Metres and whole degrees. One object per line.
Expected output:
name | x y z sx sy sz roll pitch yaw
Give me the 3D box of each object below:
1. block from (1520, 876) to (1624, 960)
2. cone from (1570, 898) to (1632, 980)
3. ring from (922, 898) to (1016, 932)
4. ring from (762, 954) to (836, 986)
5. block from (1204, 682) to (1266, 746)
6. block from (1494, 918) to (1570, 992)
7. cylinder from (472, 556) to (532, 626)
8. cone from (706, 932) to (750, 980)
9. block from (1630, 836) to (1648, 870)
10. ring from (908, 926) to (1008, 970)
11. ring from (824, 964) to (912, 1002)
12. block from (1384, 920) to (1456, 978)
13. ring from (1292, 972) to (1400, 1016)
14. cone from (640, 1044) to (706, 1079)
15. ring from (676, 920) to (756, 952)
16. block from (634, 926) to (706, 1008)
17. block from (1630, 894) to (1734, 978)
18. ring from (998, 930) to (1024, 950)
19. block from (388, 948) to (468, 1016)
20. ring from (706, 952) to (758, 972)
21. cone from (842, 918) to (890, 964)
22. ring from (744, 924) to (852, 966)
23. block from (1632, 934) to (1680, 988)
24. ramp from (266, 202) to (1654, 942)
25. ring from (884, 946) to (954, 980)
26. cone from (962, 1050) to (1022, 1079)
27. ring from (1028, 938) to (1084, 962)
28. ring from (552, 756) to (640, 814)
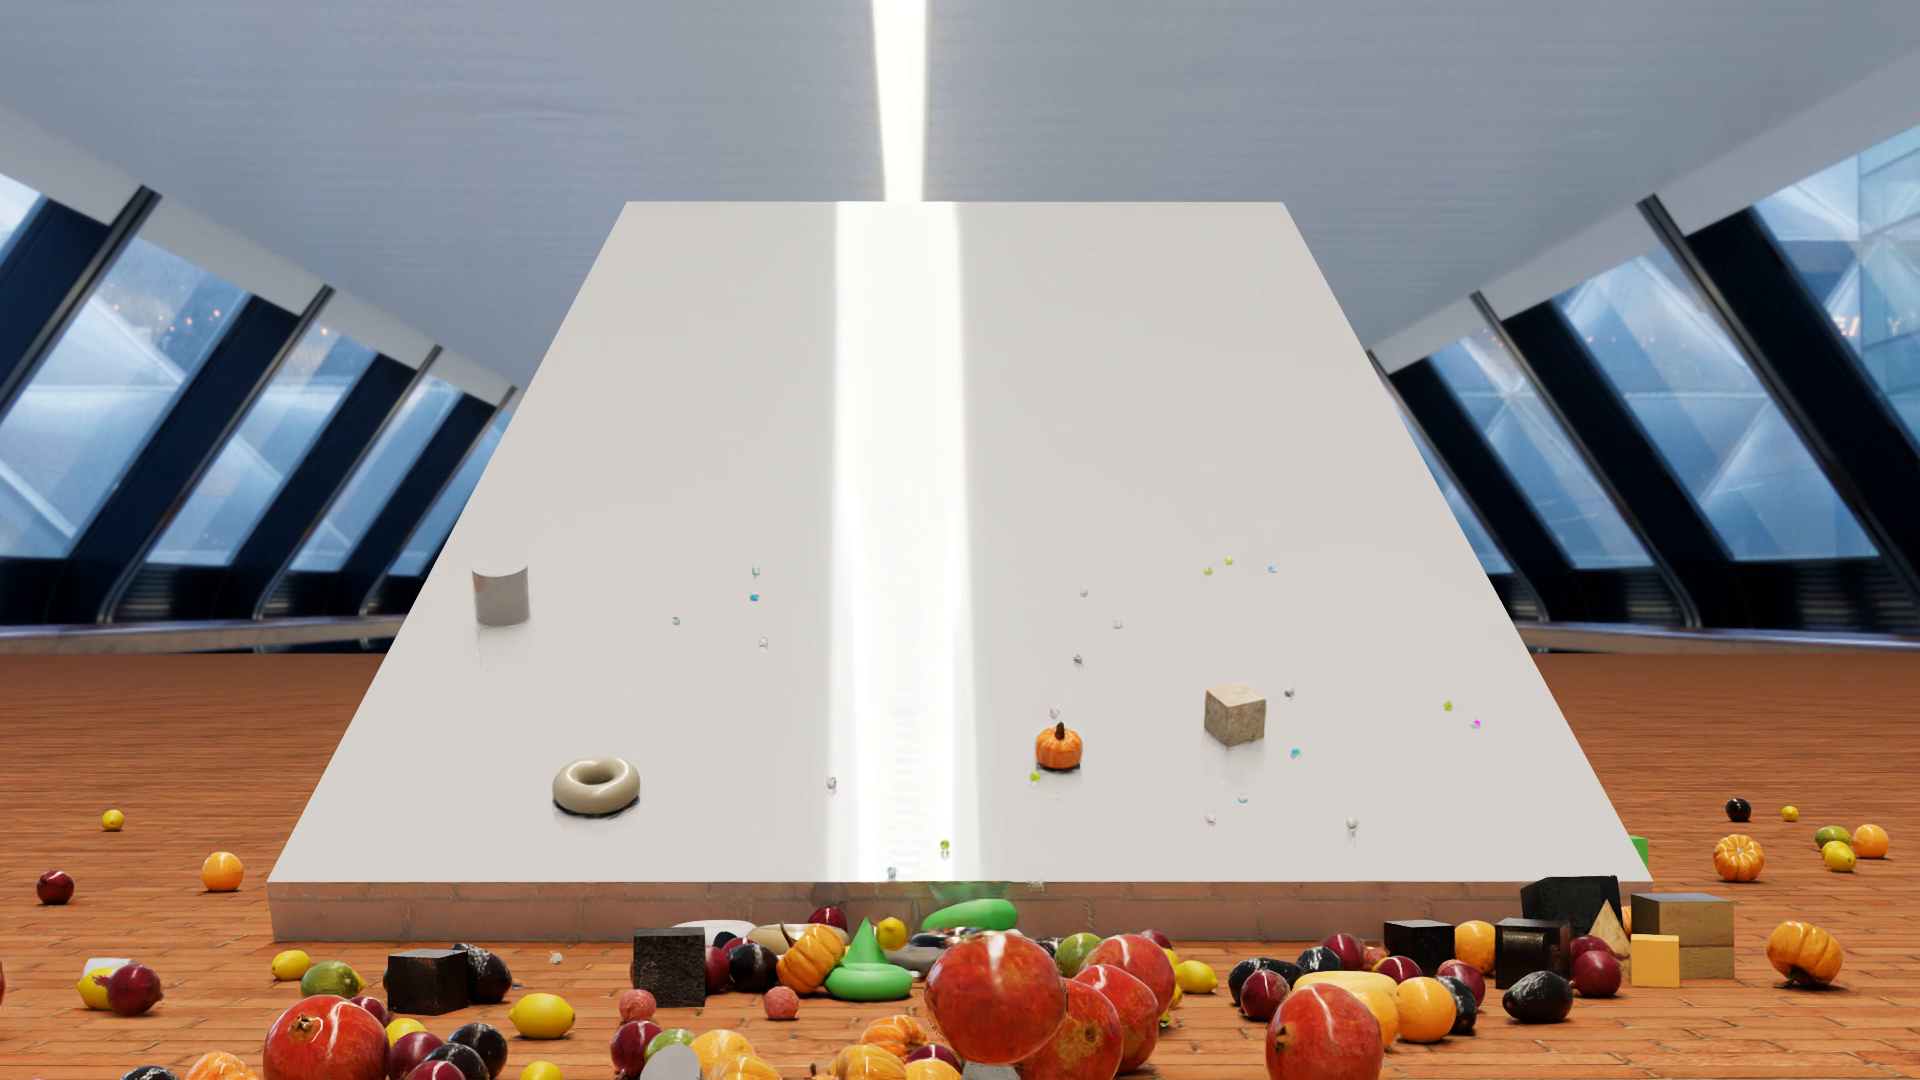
block | 0.829 0.513 3.116 0.099 0.099 0.099 0 -18 -9
cone | 0.849 0.520 3.020 0.099 0.099 0.099 0 -3 0
ring | 0.013 0.542 3.245 0.140 0.047 0.140 -13 -18 -4
ring | -0.205 0.550 2.949 0.097 0.032 0.097 -1 -3 0
block | 0.446 0.282 3.738 0.071 0.071 0.071 -10 24 -23
block | 0.724 0.524 2.909 0.080 0.080 0.080 -1 -3 23
cylinder | -0.828 0.091 4.159 0.098 0.098 0.098 0 22 0
cone | -0.320 0.553 2.995 0.067 0.067 0.067 -32 -19 29
block | 1.220 0.588 4.258 0.077 0.077 0.077 0 -3 -5
ring | -0.004 0.551 3.104 0.137 0.046 0.137 0 -2 0
ring | -0.112 0.542 2.825 0.109 0.036 0.109 1 -3 0
block | 0.603 0.536 3.020 0.066 0.066 0.066 1 -3 -22
ring | 0.455 0.534 2.715 0.126 0.042 0.126 0 -4 0
cone | -0.245 0.510 2.113 0.074 0.074 0.074 -2 -30 37
ring | -0.342 0.555 3.192 0.135 0.045 0.135 -1 -2 0
block | -0.351 0.516 2.782 0.085 0.085 0.085 0 -3 -7
block | 0.950 0.520 3.030 0.099 0.099 0.099 0 -3 -5
ring | 0.049 0.561 3.203 0.081 0.027 0.081 -11 -10 -2
block | -0.628 0.522 2.719 0.067 0.067 0.067 -1 -3 19
ring | -0.305 0.558 3.047 0.078 0.026 0.078 1 -3 0
cone | -0.121 0.523 2.946 0.085 0.085 0.085 0 -3 0
ring | -0.220 0.550 3.116 0.148 0.049 0.148 0 -4 0
block | 0.887 0.537 2.938 0.058 0.058 0.058 -1 -3 17
ramp | -0.007 -0.223 5.187 2.000 0.100 4.000 0 22 0
ring | -0.060 0.552 3.003 0.104 0.035 0.104 1 -3 0
cone | 0.020 0.516 2.160 0.059 0.059 0.059 1 -30 -22
ring | 0.132 0.563 3.167 0.080 0.027 0.080 1 -3 0
ring | -0.559 0.377 3.539 0.136 0.045 0.136 -1 24 0
